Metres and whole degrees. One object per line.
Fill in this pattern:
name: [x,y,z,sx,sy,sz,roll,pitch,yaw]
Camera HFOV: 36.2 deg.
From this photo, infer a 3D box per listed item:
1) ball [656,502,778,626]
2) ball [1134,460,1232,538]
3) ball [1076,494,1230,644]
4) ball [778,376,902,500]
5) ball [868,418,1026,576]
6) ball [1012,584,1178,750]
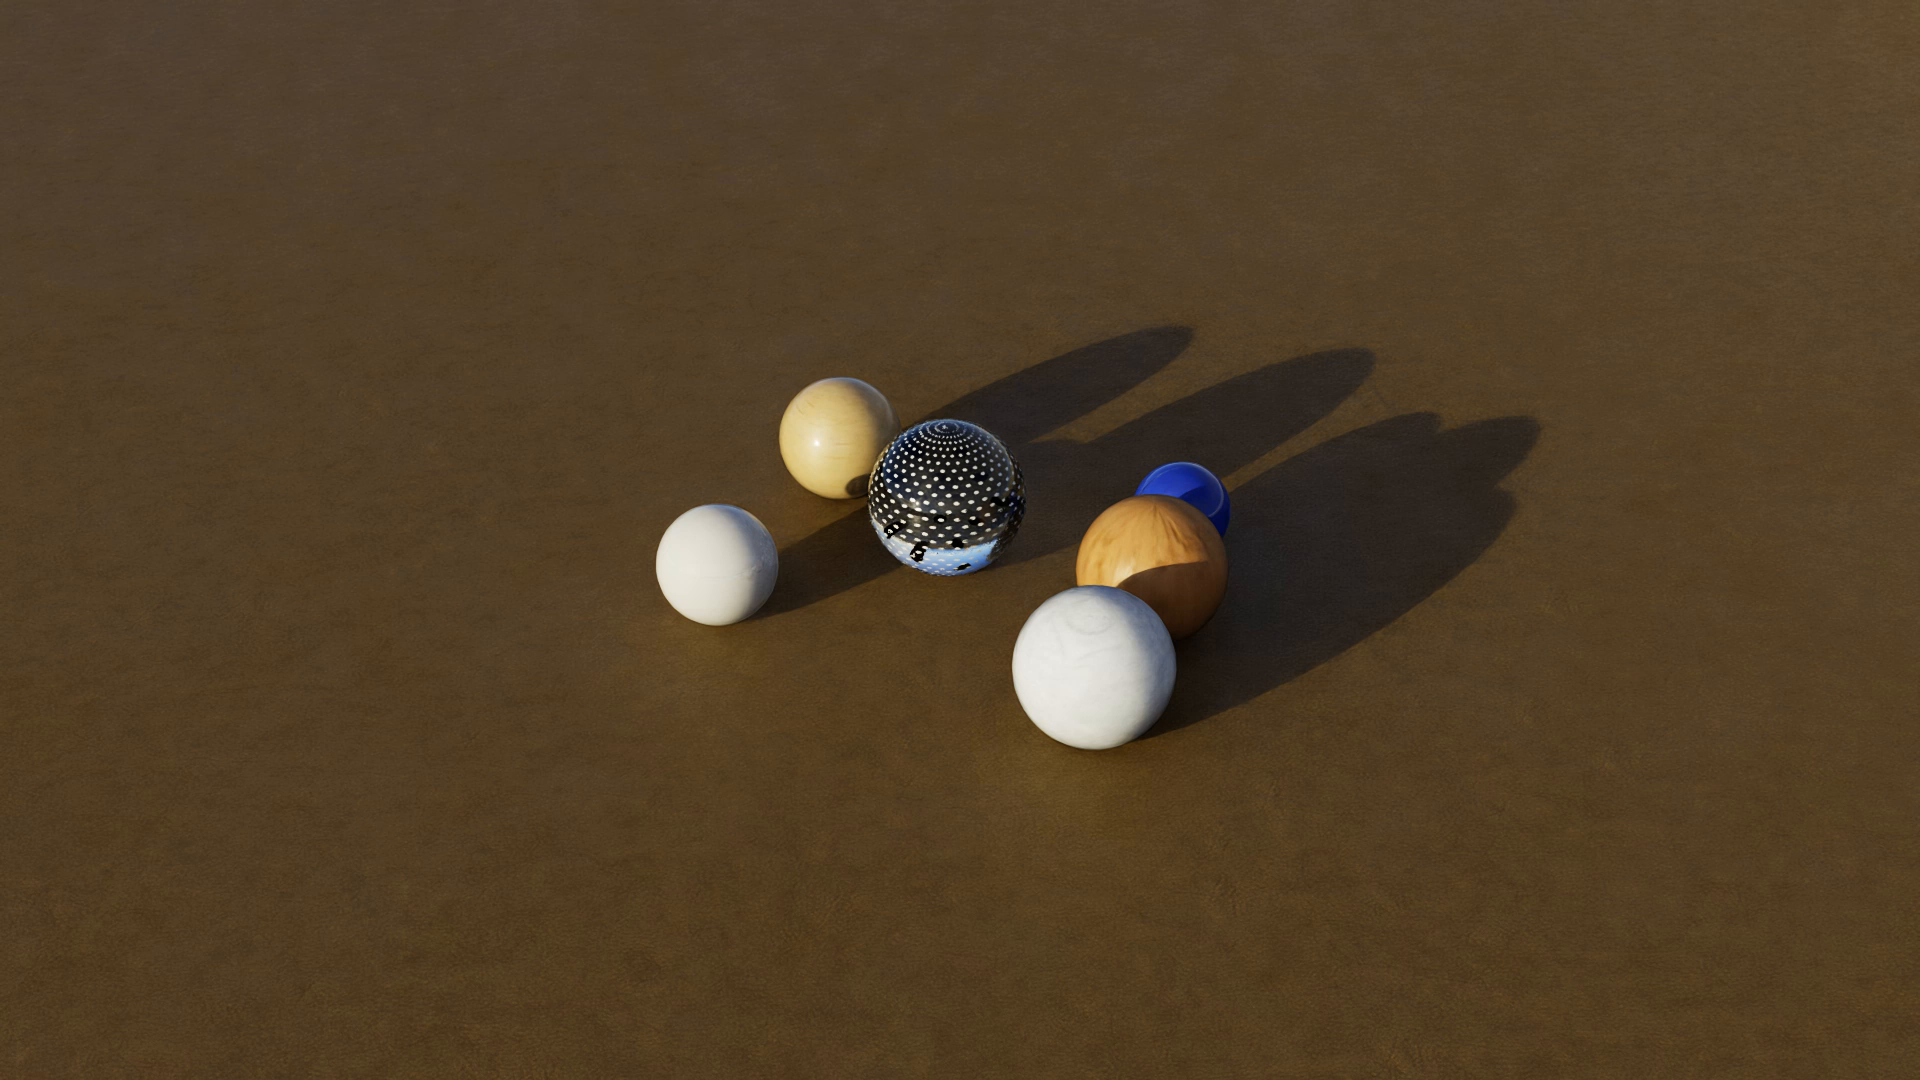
ball: [-0.141,0.014,1.705,0.071,0.071,0.071,0,29,0]
ball: [0.133,-0.018,1.773,0.060,0.060,0.060,0,29,0]
ball: [0.110,0.017,1.682,0.088,0.088,0.088,0,29,0]
ball: [-0.075,-0.064,1.837,0.077,0.077,0.077,0,29,0]
ball: [-0.008,-0.025,1.751,0.095,0.095,0.095,0,29,0]
ball: [0.073,0.069,1.589,0.089,0.089,0.089,0,29,0]
